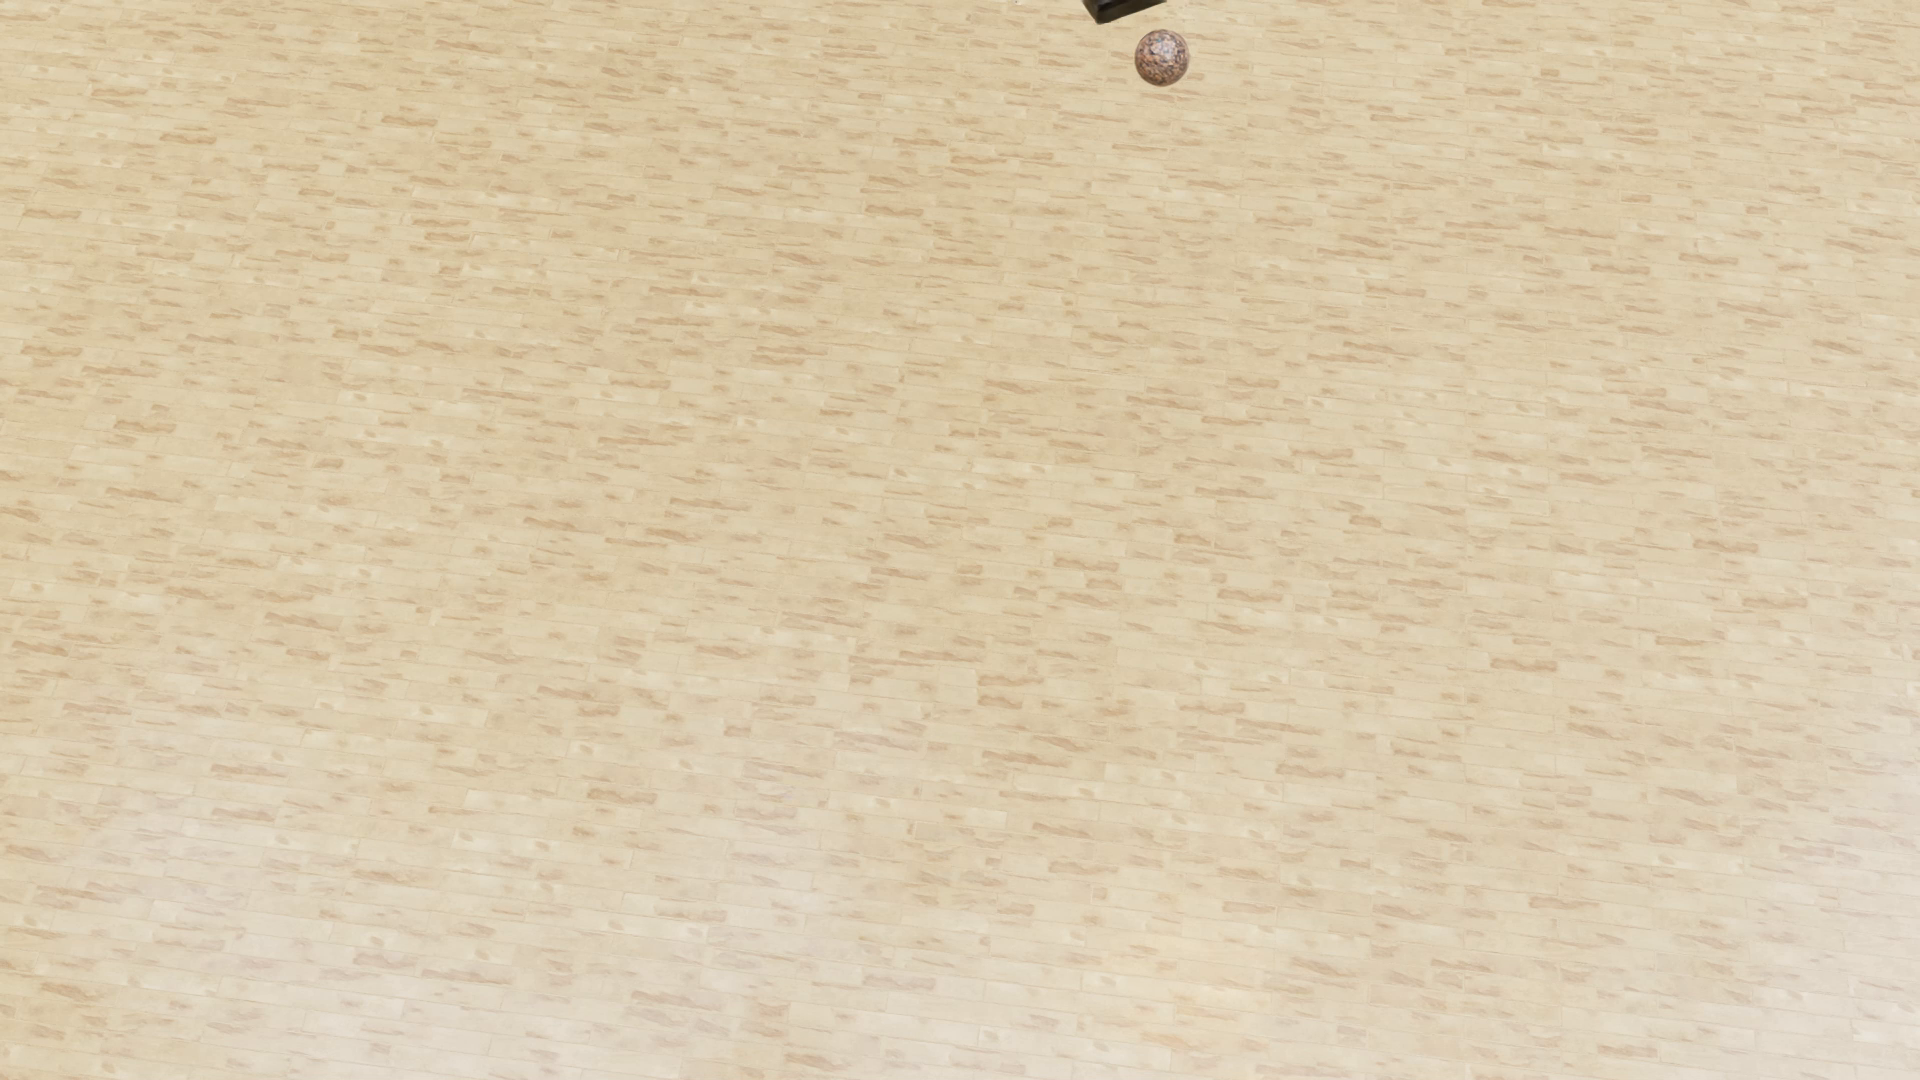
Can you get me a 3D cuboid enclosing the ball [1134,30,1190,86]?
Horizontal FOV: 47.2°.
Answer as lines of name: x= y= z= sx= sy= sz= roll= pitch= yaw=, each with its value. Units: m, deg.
ball: x=0.407 y=-0.970 z=4.426 sx=0.113 sy=0.113 sz=0.113 roll=0 pitch=56 yaw=0
